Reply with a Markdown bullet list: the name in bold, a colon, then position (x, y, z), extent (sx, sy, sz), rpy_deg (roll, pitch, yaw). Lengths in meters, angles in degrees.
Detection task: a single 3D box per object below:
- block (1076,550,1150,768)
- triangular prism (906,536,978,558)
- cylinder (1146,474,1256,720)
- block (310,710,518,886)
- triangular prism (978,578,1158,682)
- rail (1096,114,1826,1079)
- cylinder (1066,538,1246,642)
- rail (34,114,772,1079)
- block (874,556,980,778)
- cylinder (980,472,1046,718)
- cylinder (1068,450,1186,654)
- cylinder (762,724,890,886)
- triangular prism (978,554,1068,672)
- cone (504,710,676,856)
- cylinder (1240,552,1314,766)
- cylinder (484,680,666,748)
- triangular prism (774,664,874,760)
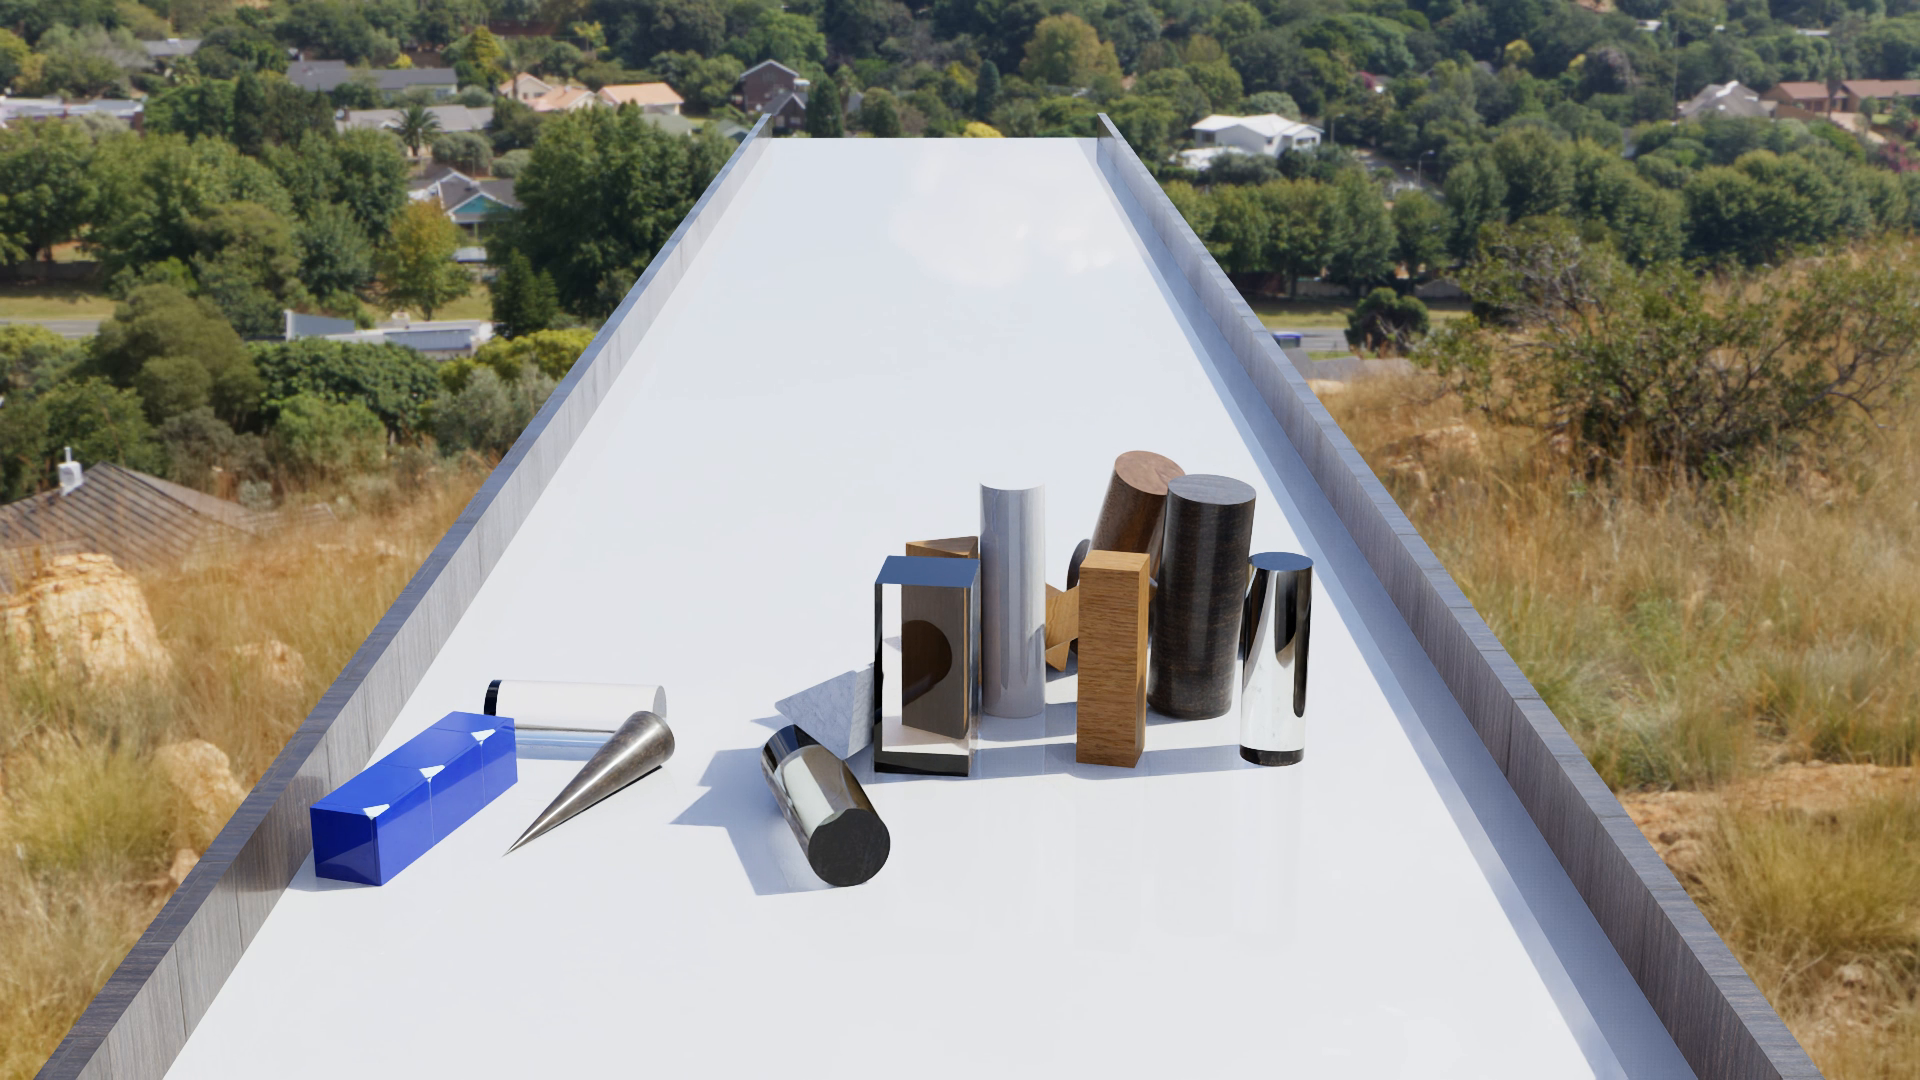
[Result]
- **block**: position (0.270, 0.210, 3.884), extent (0.105, 0.364, 0.105), rpy_deg (4, 17, 14)
- **triangular prism**: position (-0.007, 0.163, 4.099), extent (0.143, 0.327, 0.123), rpy_deg (11, 18, 37)
- **cylinder**: position (0.447, 0.106, 4.093), extent (0.162, 0.429, 0.162), rpy_deg (3, 21, -1)
- **block**: position (-0.889, 0.417, 3.616), extent (0.118, 0.118, 0.438), rpy_deg (5, 17, 17)
- **triangular prism**: position (0.179, 0.153, 4.197), extent (0.416, 0.080, 0.093), rpy_deg (-27, 7, 30)
- **rail**: position (0.932, -0.844, 7.801), extent (0.050, 0.150, 12.000), rpy_deg (0, 17, -1)
- **cylinder**: position (0.461, 0.108, 4.570), extent (0.453, 0.167, 0.167), rpy_deg (8, 18, 25)
- **rail**: position (-1.118, -0.838, 7.780), extent (0.050, 0.150, 12.000), rpy_deg (0, 17, -1)
- **block**: position (-0.057, 0.220, 3.873), extent (0.166, 0.348, 0.166), rpy_deg (2, 17, 6)
- **cylinder**: position (0.099, 0.103, 4.097), extent (0.122, 0.445, 0.122), rpy_deg (-1, 18, 0)
- **cylinder**: position (0.321, 0.037, 4.321), extent (0.144, 0.422, 0.144), rpy_deg (10, 36, -7)
- **cylinder**: position (-0.222, 0.424, 3.569), extent (0.132, 0.132, 0.373), rpy_deg (-5, 17, -15)
- **triangular prism**: position (0.105, 0.122, 4.472), extent (0.150, 0.130, 0.368), rpy_deg (38, -5, -32)
- **cone**: position (-0.641, 0.428, 3.698), extent (0.103, 0.103, 0.437), rpy_deg (8, 25, 25)
- **cylinder**: position (0.558, 0.210, 3.885), extent (0.116, 0.362, 0.116), rpy_deg (0, 17, 0)
- **cylinder**: position (-0.692, 0.315, 3.963), extent (0.306, 0.117, 0.117), rpy_deg (2, 17, 6)
- **triangular prism**: position (-0.189, 0.266, 3.808), extent (0.147, 0.128, 0.401), rpy_deg (37, 3, 5)
